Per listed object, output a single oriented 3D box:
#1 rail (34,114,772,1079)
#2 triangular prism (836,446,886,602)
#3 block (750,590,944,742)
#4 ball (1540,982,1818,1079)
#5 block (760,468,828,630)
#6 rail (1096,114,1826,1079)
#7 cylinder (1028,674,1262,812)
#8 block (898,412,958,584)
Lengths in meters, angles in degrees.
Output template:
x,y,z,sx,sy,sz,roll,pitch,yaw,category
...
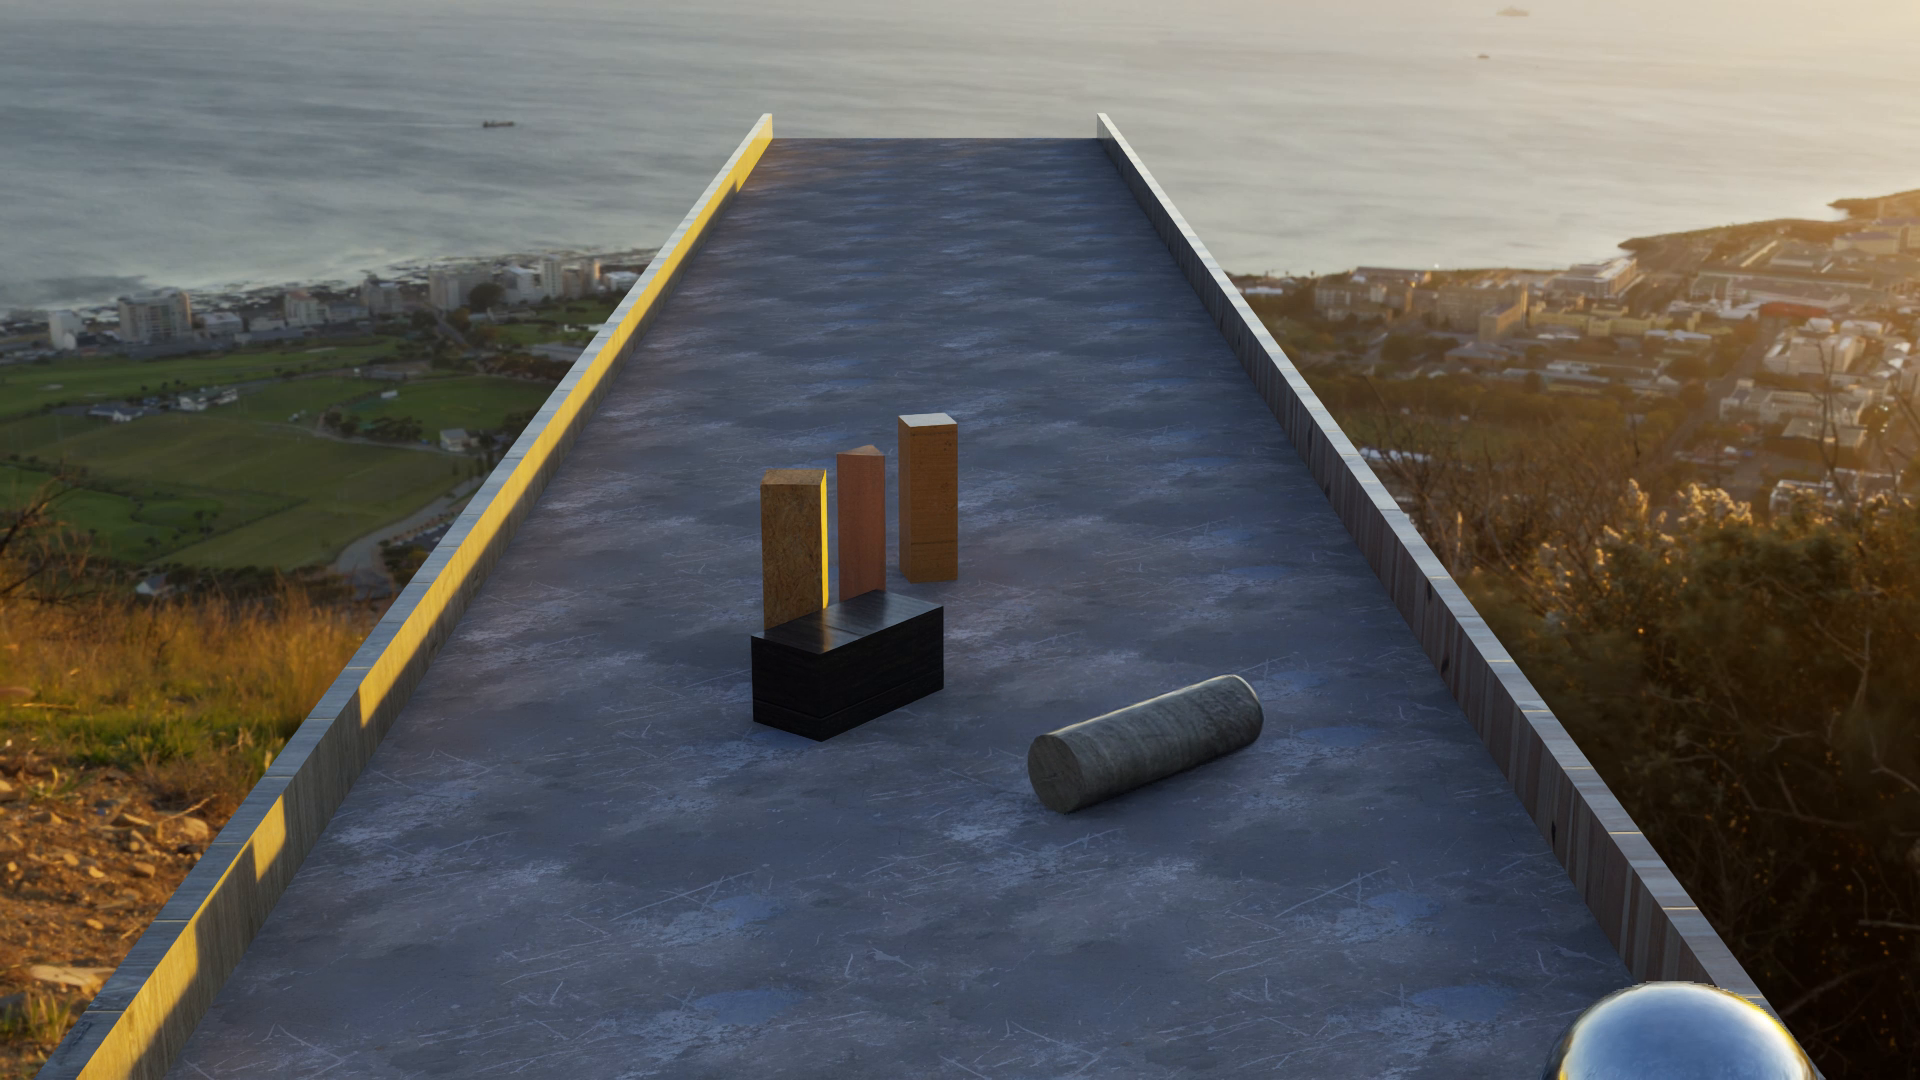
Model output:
x,y,z,sx,sy,sz,roll,pitch,yaw,category
-1.118,-0.838,7.780,0.050,0.150,12.000,0,17,-1,rail
-0.198,-0.017,4.657,0.101,0.358,0.087,3,17,11,triangular prism
-0.208,0.231,4.152,0.169,0.169,0.356,13,21,36,block
0.808,0.656,2.467,0.316,0.316,0.316,0,17,0,ball
-0.328,0.055,4.381,0.118,0.376,0.118,0,17,1,block
0.932,-0.844,7.801,0.050,0.150,12.000,0,17,-1,rail
0.327,0.348,3.820,0.447,0.135,0.135,-14,22,-39,cylinder
-0.072,-0.094,4.913,0.108,0.359,0.108,-5,17,-15,block
